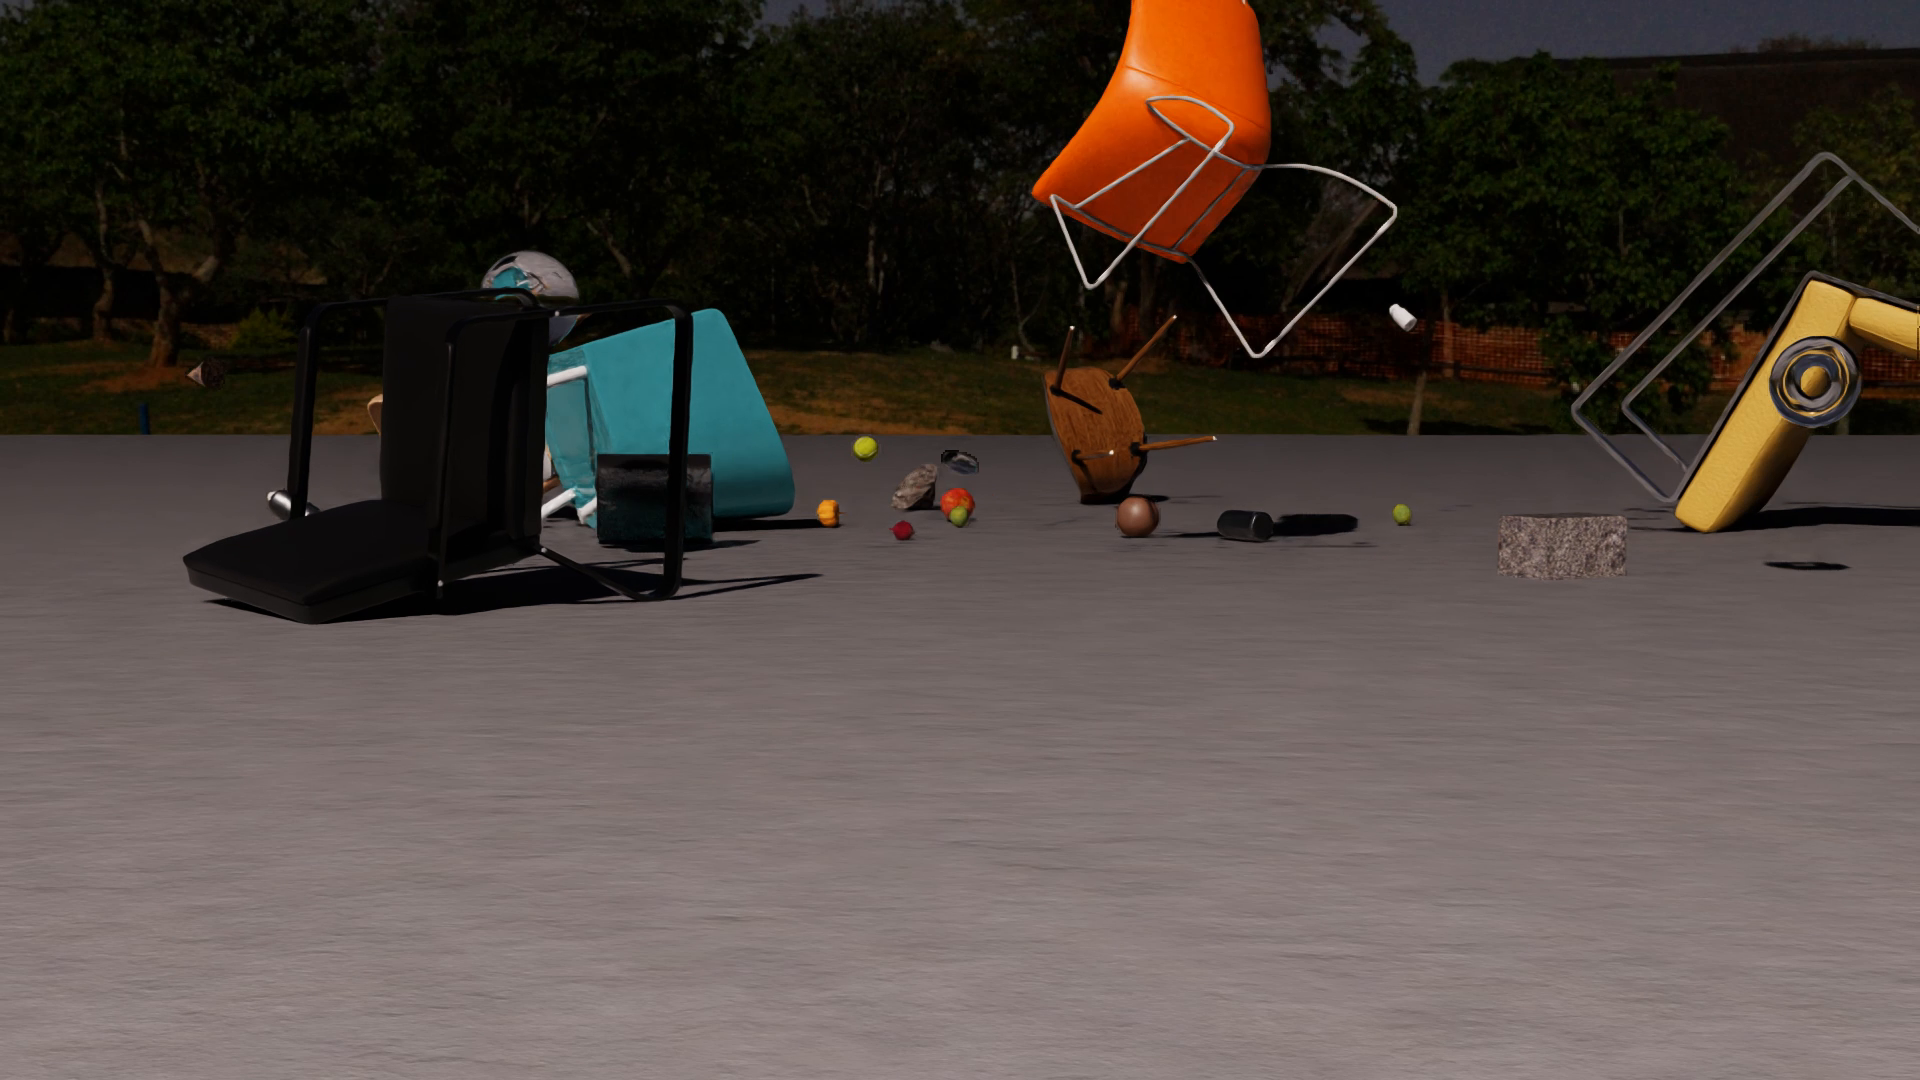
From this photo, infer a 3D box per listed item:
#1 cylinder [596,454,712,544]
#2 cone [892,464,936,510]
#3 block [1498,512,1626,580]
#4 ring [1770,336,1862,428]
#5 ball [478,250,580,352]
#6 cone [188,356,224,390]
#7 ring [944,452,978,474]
[{"bbox_3d":[-0.857,-0.115,6.186,0.316,0.263,0.171,0,19,-5],"label":"cylinder"},{"bbox_3d":[-0.135,-0.155,8.180,0.194,0.232,0.121,-2,-42,49],"label":"cone"},{"bbox_3d":[1.447,0.014,5.284,0.255,0.146,0.162,-2,4,-29],"label":"block"},{"bbox_3d":[1.970,-0.365,5.066,0.207,0.213,0.049,21,10,37],"label":"ring"},{"bbox_3d":[-1.070,-0.594,5.463,0.250,0.250,0.250,0,4,0],"label":"ball"},{"bbox_3d":[-1.578,-0.345,4.564,0.065,0.066,0.076,-2,43,22],"label":"cone"},{"bbox_3d":[0.002,-0.212,6.095,0.113,0.039,0.049,20,-29,-33],"label":"ring"}]
